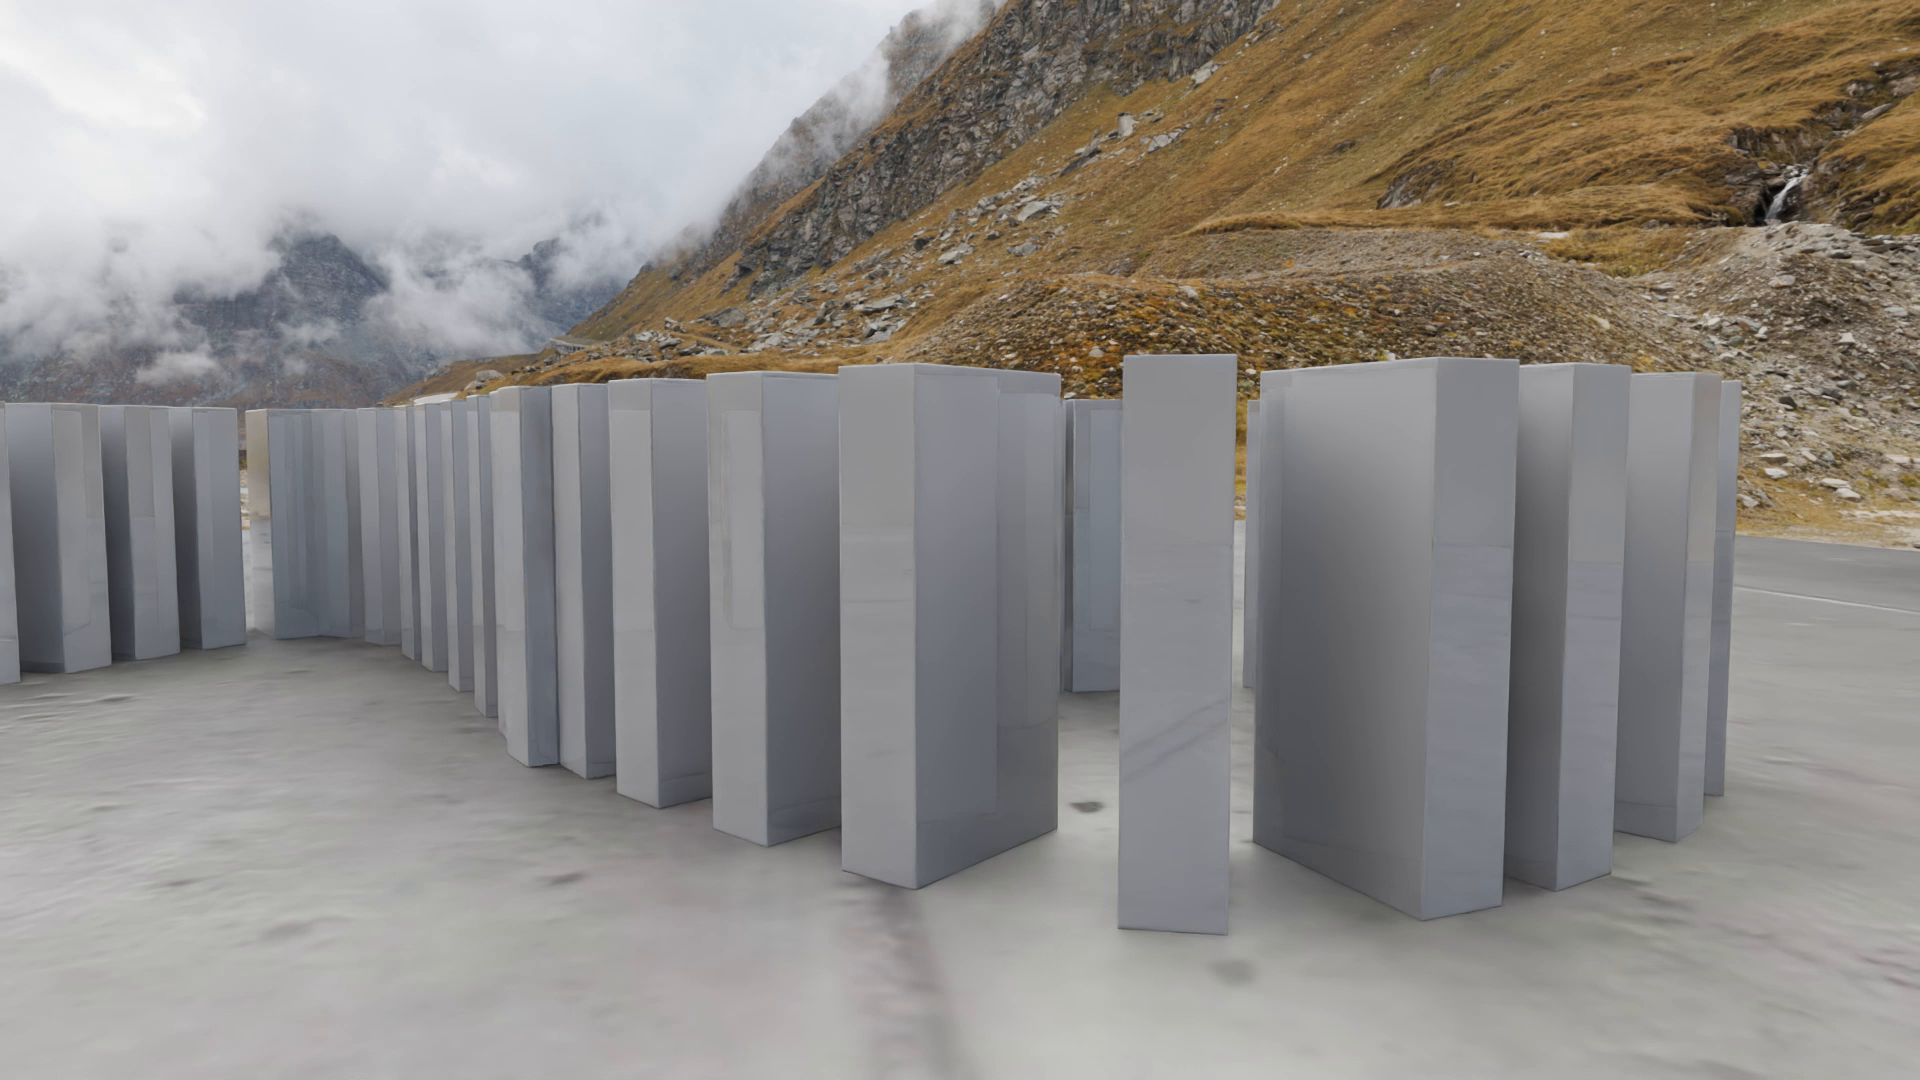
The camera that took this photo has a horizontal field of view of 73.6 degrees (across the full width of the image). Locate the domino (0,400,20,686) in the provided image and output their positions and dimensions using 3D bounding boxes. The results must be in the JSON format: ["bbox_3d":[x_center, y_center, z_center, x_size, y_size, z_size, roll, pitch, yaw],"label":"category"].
[{"bbox_3d":[-0.181,0.001,0.226,0.025,0.050,0.009,1,4,14],"label":"domino"}]

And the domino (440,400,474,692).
[{"bbox_3d":[-0.078,0.000,0.228,0.025,0.050,0.010,-3,5,-32],"label":"domino"}]

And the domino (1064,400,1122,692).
[{"bbox_3d":[0.020,0.000,0.231,0.009,0.050,0.025,-1,5,-18],"label":"domino"}]

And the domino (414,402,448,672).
[{"bbox_3d":[-0.090,-0.001,0.248,0.025,0.050,0.010,-3,5,-34],"label":"domino"}]

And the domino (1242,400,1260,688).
[{"bbox_3d":[0.059,0.000,0.232,0.009,0.050,0.025,2,5,26],"label":"domino"}]

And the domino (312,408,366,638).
[{"bbox_3d":[-0.133,-0.004,0.292,0.010,0.050,0.025,3,5,21],"label":"domino"}]

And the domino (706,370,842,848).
[{"bbox_3d":[-0.015,0.007,0.146,0.010,0.050,0.025,4,6,43],"label":"domino"}]

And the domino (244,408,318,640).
[{"bbox_3d":[-0.153,-0.004,0.290,0.009,0.050,0.025,-3,5,-38],"label":"domino"}]

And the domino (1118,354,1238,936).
[{"bbox_3d":[0.021,0.008,0.122,0.009,0.050,0.025,1,4,10],"label":"domino"}]

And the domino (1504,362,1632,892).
[{"bbox_3d":[0.054,0.008,0.133,0.010,0.050,0.025,-3,5,-34],"label":"domino"}]

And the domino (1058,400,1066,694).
[{"bbox_3d":[0.006,0.001,0.224,0.010,0.050,0.025,-4,6,-45],"label":"domino"}]

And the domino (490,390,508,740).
[{"bbox_3d":[-0.055,0.003,0.191,0.025,0.050,0.009,-2,5,-30],"label":"domino"}]

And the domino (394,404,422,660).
[{"bbox_3d":[-0.100,-0.002,0.262,0.025,0.050,0.009,-3,5,-36],"label":"domino"}]

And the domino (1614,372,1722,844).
[{"bbox_3d":[0.071,0.007,0.147,0.025,0.050,0.010,4,6,45],"label":"domino"}]

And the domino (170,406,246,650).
[{"bbox_3d":[-0.165,-0.003,0.273,0.025,0.050,0.009,2,5,28],"label":"domino"}]

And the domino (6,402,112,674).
[{"bbox_3d":[-0.176,-0.001,0.244,0.025,0.050,0.010,1,4,16],"label":"domino"}]

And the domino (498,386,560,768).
[{"bbox_3d":[-0.049,0.004,0.178,0.025,0.050,0.009,-3,5,-35],"label":"domino"}]

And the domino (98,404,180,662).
[{"bbox_3d":[-0.172,-0.002,0.258,0.025,0.050,0.010,1,5,19],"label":"domino"}]

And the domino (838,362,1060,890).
[{"bbox_3d":[0.000,0.008,0.133,0.009,0.050,0.025,3,5,37],"label":"domino"}]

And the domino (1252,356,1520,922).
[{"bbox_3d":[0.041,0.008,0.126,0.009,0.050,0.025,-2,5,-23],"label":"domino"}]

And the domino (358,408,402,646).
[{"bbox_3d":[-0.116,-0.003,0.280,0.010,0.050,0.025,4,6,43],"label":"domino"}]

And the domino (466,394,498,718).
[{"bbox_3d":[-0.065,0.002,0.208,0.025,0.050,0.009,-3,5,-30],"label":"domino"}]

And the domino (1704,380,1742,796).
[{"bbox_3d":[0.084,0.005,0.163,0.025,0.050,0.010,2,5,29],"label":"domino"}]

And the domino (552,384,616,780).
[{"bbox_3d":[-0.040,0.005,0.172,0.025,0.050,0.009,-3,5,-36],"label":"domino"}]

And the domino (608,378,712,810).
[{"bbox_3d":[-0.030,0.006,0.160,0.025,0.050,0.009,-4,6,-44],"label":"domino"}]
